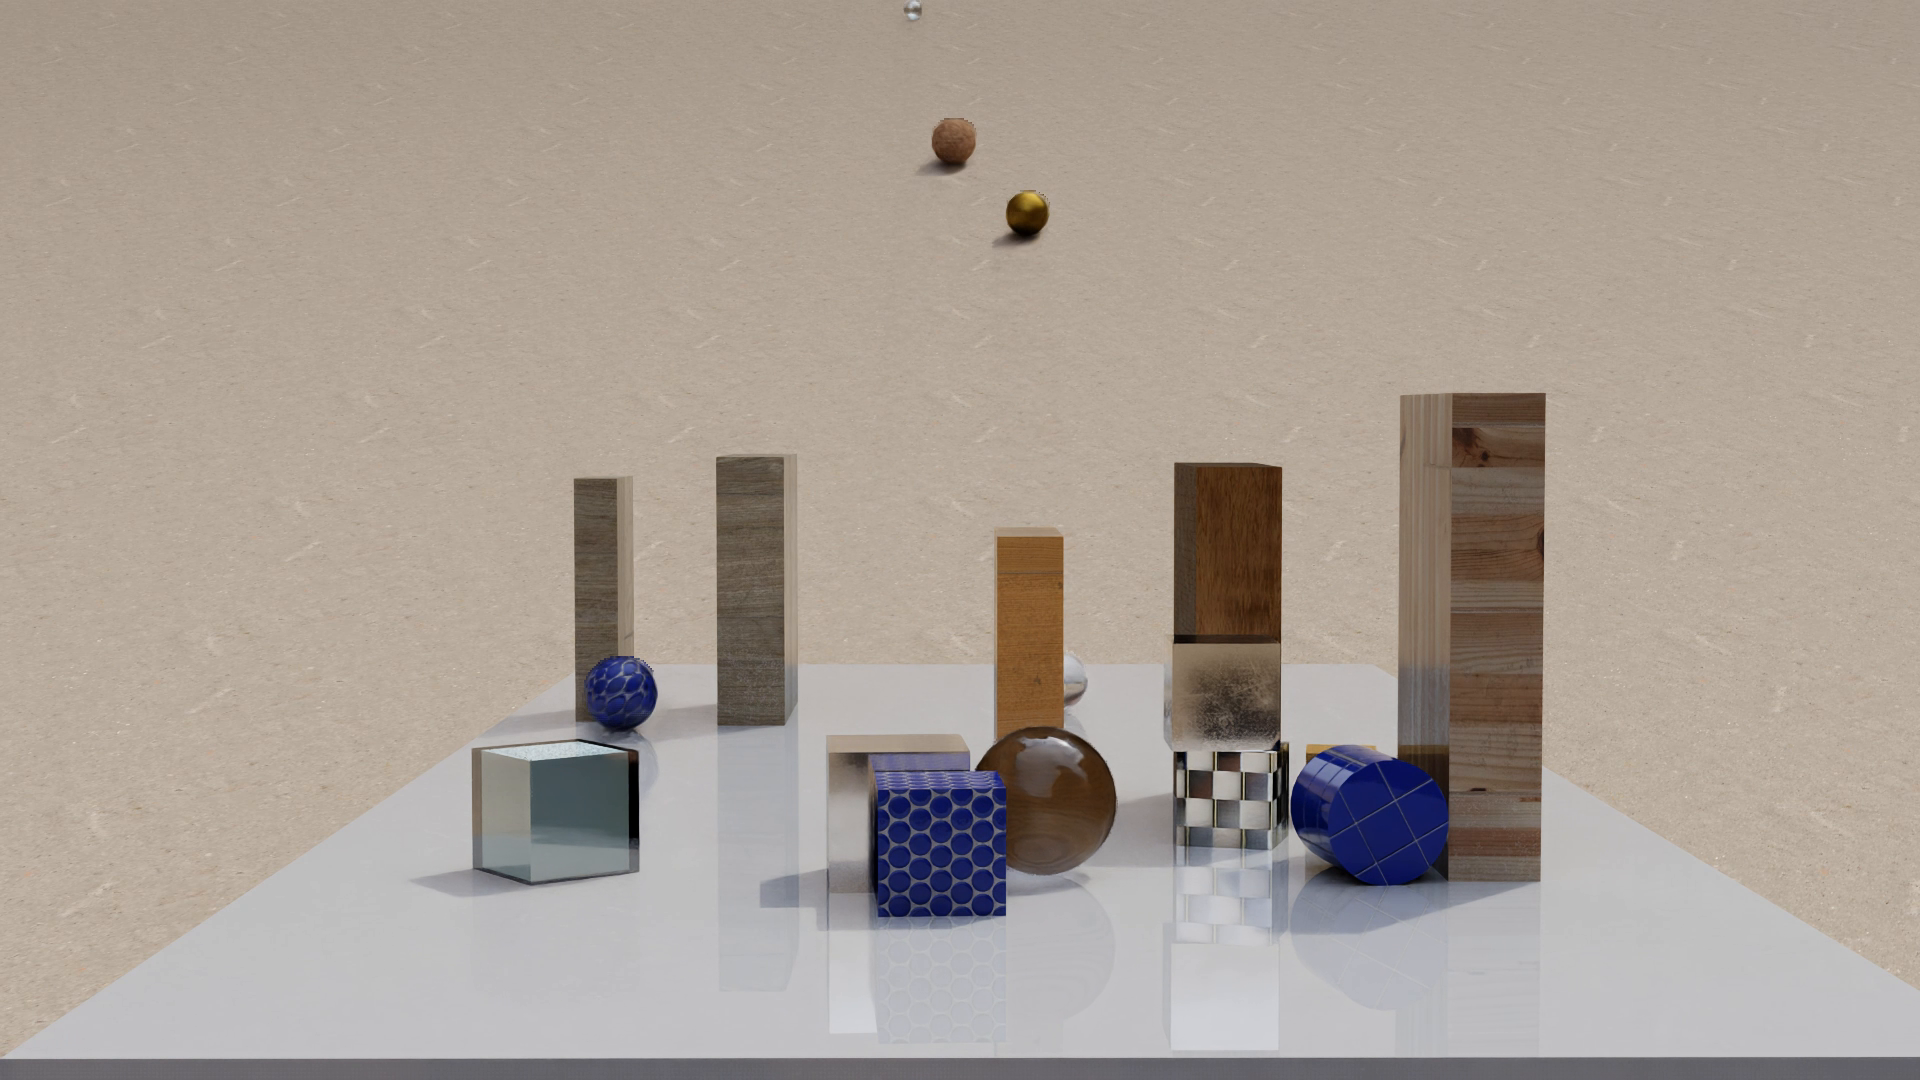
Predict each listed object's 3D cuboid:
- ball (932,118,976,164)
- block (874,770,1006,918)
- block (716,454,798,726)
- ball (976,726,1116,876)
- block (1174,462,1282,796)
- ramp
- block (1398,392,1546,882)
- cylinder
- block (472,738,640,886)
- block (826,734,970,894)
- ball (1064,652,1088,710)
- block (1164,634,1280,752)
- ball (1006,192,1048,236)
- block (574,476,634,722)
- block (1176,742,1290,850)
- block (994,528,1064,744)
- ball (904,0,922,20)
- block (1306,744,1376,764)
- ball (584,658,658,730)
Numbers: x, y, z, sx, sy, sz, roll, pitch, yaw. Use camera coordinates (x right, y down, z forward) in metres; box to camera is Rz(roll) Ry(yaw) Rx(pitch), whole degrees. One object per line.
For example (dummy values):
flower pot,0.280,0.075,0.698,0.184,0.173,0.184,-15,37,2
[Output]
ball,-0.027,-1.826,11.787,0.205,0.205,0.205,0,22,0
block,-0.027,0.391,3.325,0.162,0.162,0.162,0,3,-3
block,-0.427,0.094,5.453,0.137,0.547,0.440,0,3,0
ball,0.113,0.359,3.539,0.205,0.205,0.205,0,22,0
block,0.423,0.157,4.105,0.130,0.553,0.397,0,3,0
ramp,0.051,0.463,4.534,2.000,0.100,4.000,0,3,0
block,0.724,0.123,3.675,0.125,0.662,0.407,0,3,0
cylinder,0.561,0.376,3.538,0.170,0.170,0.170,-4,3,-10
block,-0.563,0.375,3.575,0.169,0.169,0.169,-2,4,-38
block,-0.086,0.369,3.500,0.187,0.187,0.187,0,3,-4
ball,0.207,0.302,5.496,0.129,0.129,0.129,0,22,0
block,0.388,0.226,3.830,0.158,0.158,0.158,0,3,0
ball,0.278,-1.352,10.651,0.180,0.180,0.180,0,22,0
block,-0.750,0.118,5.432,0.089,0.502,0.261,0,3,0
block,0.407,0.376,3.824,0.142,0.142,0.142,1,3,17
block,0.099,0.218,3.792,0.094,0.461,0.313,0,3,0
ball,-0.274,-3.104,15.062,0.109,0.109,0.109,0,22,0
block,0.598,0.382,4.032,0.109,0.109,0.109,0,3,8
ball,-0.682,0.309,5.178,0.146,0.146,0.146,0,22,0
